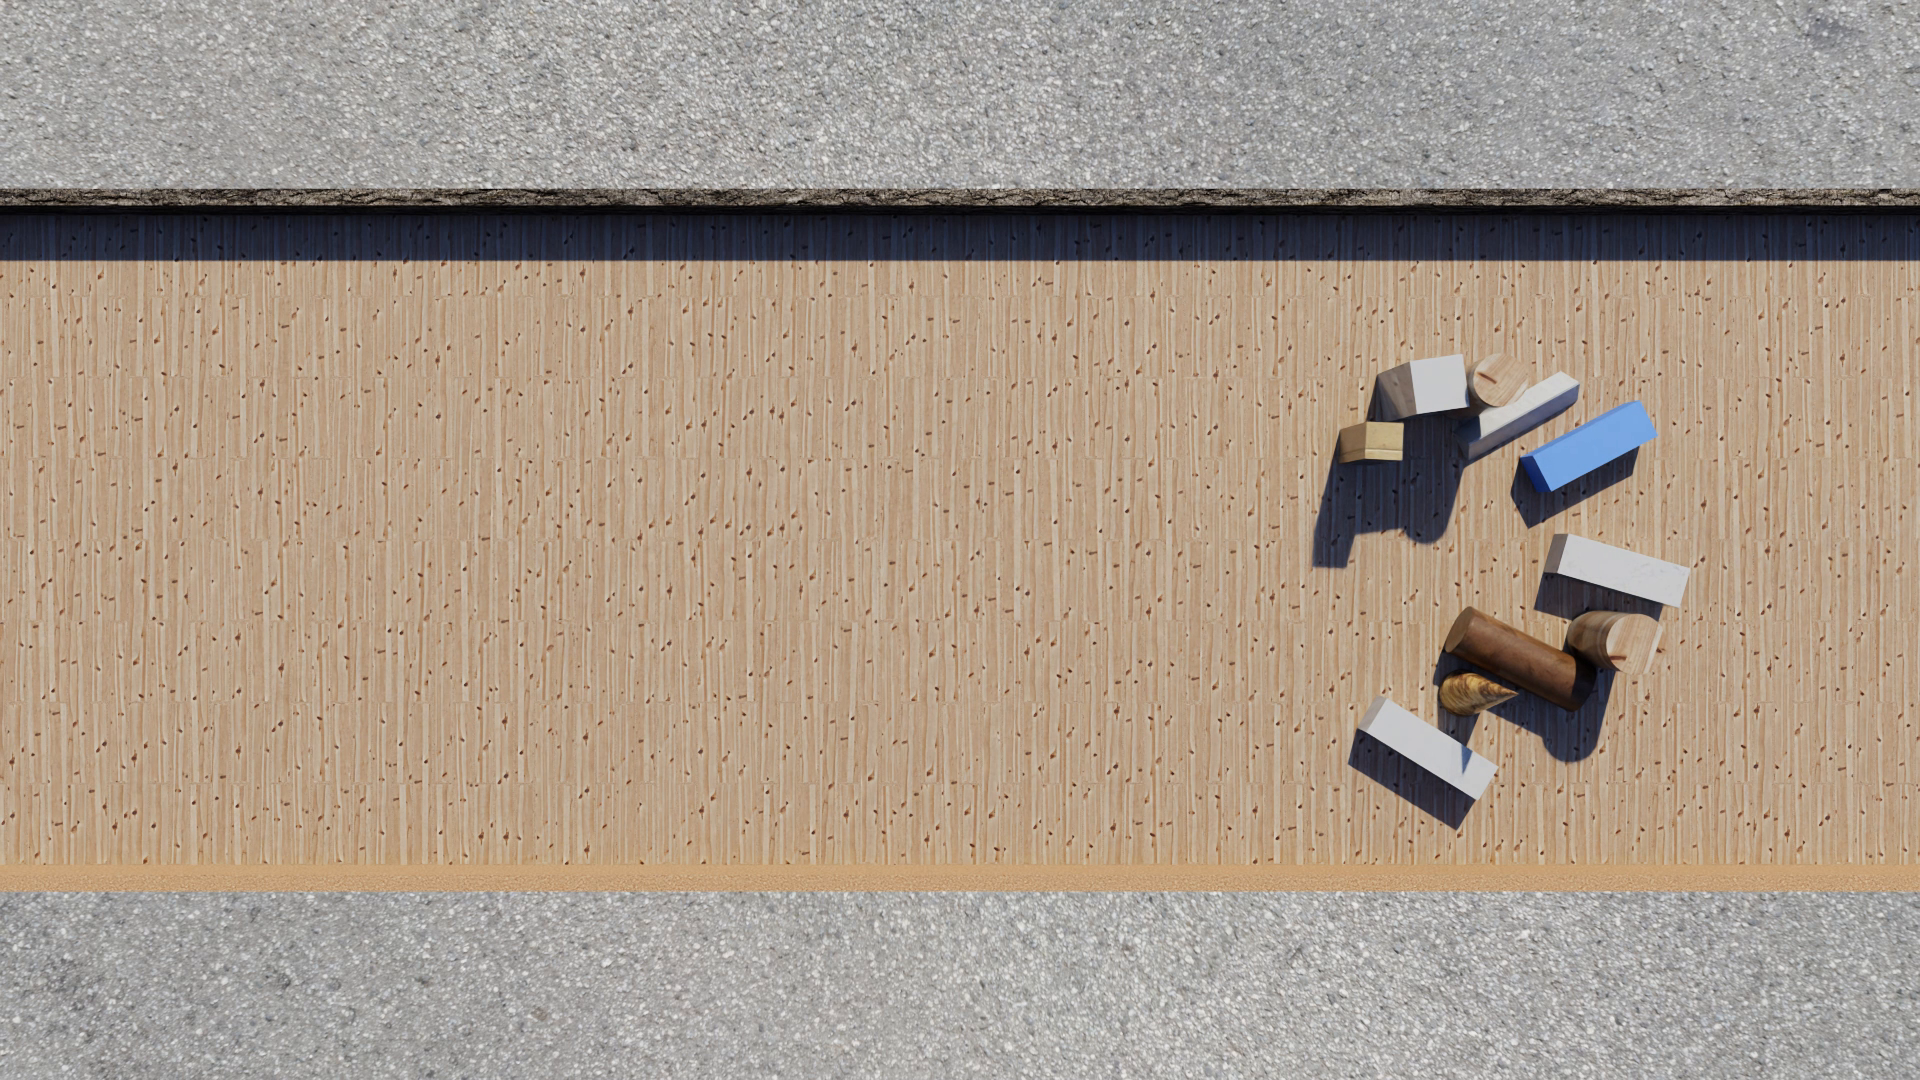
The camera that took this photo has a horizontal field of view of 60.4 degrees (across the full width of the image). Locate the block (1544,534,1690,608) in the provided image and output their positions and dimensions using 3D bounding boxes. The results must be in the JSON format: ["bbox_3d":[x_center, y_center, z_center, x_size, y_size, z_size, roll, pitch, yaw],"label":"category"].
[{"bbox_3d":[1.994,0.092,5.015,0.381,0.123,0.123,16,90,0],"label":"block"}]

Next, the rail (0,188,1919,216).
[{"bbox_3d":[-2.247,-1.025,5.002,12.000,0.150,0.050,0,90,0],"label":"rail"}]

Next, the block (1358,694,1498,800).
[{"bbox_3d":[1.420,0.630,5.017,0.394,0.119,0.119,32,90,0],"label":"block"}]

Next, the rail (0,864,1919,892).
[{"bbox_3d":[-2.247,1.025,5.001,12.000,0.150,0.050,0,90,0],"label":"rail"}]

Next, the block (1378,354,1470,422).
[{"bbox_3d":[1.370,-0.446,4.894,0.152,0.366,0.152,-8,90,0],"label":"block"}]

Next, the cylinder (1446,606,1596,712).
[{"bbox_3d":[1.698,0.361,4.999,0.415,0.156,0.156,26,90,0],"label":"cylinder"}]

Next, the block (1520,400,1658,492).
[{"bbox_3d":[1.910,-0.283,5.016,0.362,0.121,0.121,-27,90,0],"label":"block"}]

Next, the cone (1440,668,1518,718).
[{"bbox_3d":[1.563,0.453,4.864,0.148,0.411,0.148,0,85,-5],"label":"cone"}]

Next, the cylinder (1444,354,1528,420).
[{"bbox_3d":[1.532,-0.448,4.870,0.152,0.409,0.152,0,89,1],"label":"cylinder"}]

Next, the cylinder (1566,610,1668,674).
[{"bbox_3d":[1.954,0.301,4.919,0.176,0.315,0.176,0,90,0],"label":"cylinder"}]

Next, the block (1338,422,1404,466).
[{"bbox_3d":[1.220,-0.285,4.908,0.106,0.337,0.106,3,90,0],"label":"block"}]

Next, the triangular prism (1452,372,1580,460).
[{"bbox_3d":[1.705,-0.382,5.030,0.383,0.089,0.102,-29,90,0],"label":"triangular prism"}]
